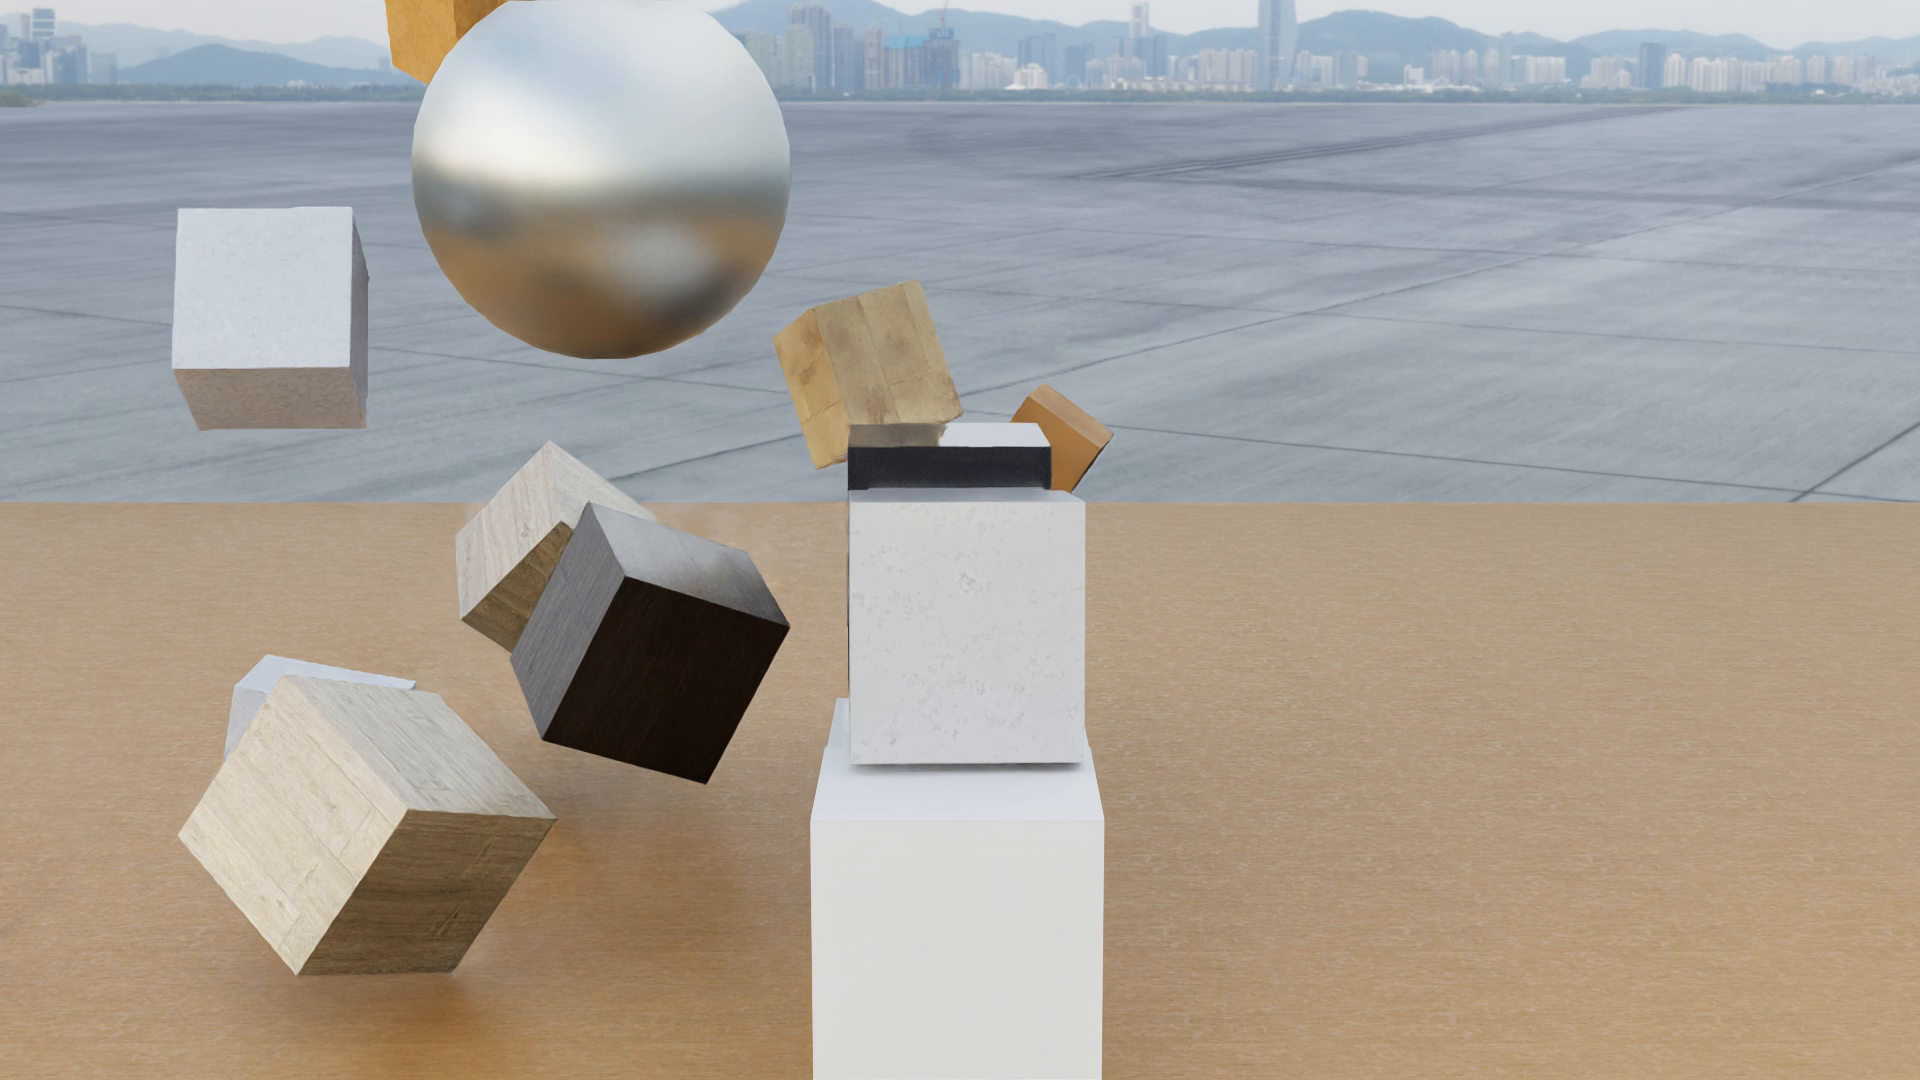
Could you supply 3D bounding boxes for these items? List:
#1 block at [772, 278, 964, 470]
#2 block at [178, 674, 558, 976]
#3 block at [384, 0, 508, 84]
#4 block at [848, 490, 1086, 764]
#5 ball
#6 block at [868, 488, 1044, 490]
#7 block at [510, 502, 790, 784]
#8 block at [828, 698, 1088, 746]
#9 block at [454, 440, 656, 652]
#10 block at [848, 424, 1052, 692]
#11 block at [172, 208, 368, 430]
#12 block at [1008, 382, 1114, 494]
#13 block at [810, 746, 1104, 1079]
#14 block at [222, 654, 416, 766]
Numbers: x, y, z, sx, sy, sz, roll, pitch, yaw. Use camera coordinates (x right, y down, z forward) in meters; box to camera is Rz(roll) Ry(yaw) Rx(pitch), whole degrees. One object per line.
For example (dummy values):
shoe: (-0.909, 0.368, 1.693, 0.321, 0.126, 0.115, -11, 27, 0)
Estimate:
block: (-0.491, -0.865, 13.505, 0.616, 0.745, 0.697, -18, -2, -23)
block: (-2.267, 1.103, 9.857, 0.808, 0.774, 0.883, 41, 12, 27)
block: (-2.136, -2.384, 11.406, 0.625, 0.584, 0.547, -29, 44, -35)
block: (0.006, 0.301, 9.575, 0.836, 0.933, 0.892, 0, 4, -3)
ball: (-1.516, -1.565, 10.896, 1.600, 1.600, 1.600, 0, 10, 0)
block: (-0.004, 0.245, 10.456, 0.735, 0.830, 0.805, 0, 8, -2)
block: (-1.530, 0.506, 12.571, 0.902, 0.933, 0.767, 19, 19, -30)
block: (-0.008, 1.217, 10.154, 0.998, 0.972, 0.998, 0, 10, 0)
block: (-2.105, 0.134, 13.511, 0.742, 0.769, 0.791, 37, 18, -31)
block: (-0.059, 0.054, 11.336, 0.856, 1.044, 0.987, 0, 8, -2)
block: (-2.663, -0.853, 9.967, 0.647, 0.658, 0.633, -1, -18, -7)
block: (0.483, -0.500, 14.277, 0.490, 0.494, 0.536, 36, 16, 3)
block: (-0.009, 1.363, 9.179, 0.988, 1.033, 0.946, 0, 10, 0)
block: (-3.017, 0.962, 12.066, 0.720, 0.600, 0.605, 11, 11, -3)
